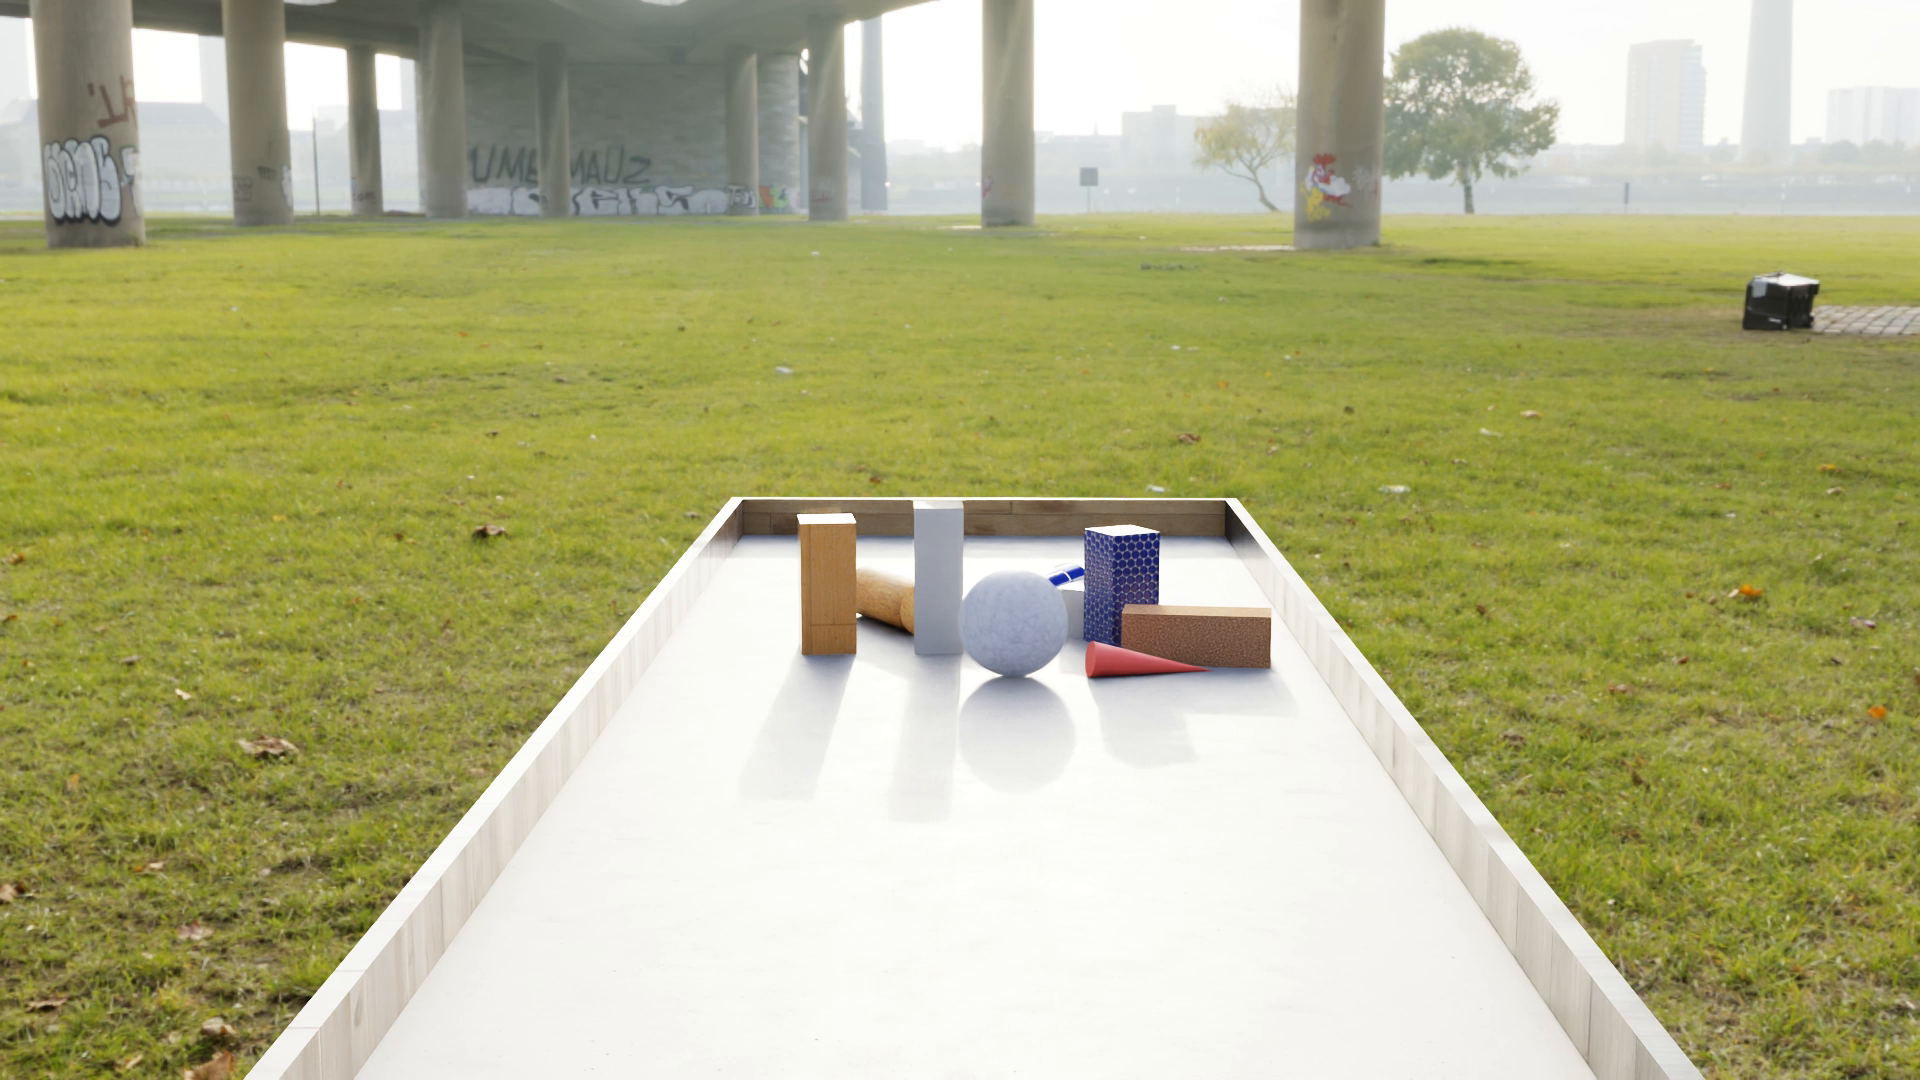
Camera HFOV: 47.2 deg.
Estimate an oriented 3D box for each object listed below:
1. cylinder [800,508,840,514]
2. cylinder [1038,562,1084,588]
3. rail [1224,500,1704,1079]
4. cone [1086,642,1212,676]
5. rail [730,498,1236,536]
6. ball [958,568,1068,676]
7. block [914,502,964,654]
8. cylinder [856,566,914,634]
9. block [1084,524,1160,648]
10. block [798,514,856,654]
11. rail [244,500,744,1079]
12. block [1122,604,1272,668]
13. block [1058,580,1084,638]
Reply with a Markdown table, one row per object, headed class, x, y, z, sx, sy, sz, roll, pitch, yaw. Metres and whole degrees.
| class | x | y | z | sx | sy | sz | roll | pitch | yaw |
| --- | --- | --- | --- | --- | --- | --- | --- | --- | --- |
| cylinder | -0.432 | 0.102 | 7.022 | 0.130 | 0.404 | 0.130 | -4 | -1 | 0 |
| cylinder | 0.311 | 0.169 | 7.474 | 0.145 | 0.145 | 0.305 | 5 | 10 | 28 |
| rail | 1.046 | 0.843 | 3.208 | 0.050 | 0.150 | 12.000 | 0 | 9 | 1 |
| cone | 0.570 | 0.370 | 6.508 | 0.385 | 0.106 | 0.106 | 6 | 8 | -13 |
| rail | 0.099 | -0.098 | 9.147 | 2.100 | 0.150 | 0.050 | 0 | 9 | 1 |
| ball | 0.158 | 0.241 | 6.460 | 0.322 | 0.322 | 0.322 | 0 | 9 | 0 |
| block | -0.067 | 0.115 | 6.826 | 0.151 | 0.456 | 0.151 | 0 | 9 | -1 |
| cylinder | -0.218 | 0.196 | 7.234 | 0.168 | 0.168 | 0.399 | -5 | 10 | -29 |
| block | 0.509 | 0.147 | 6.933 | 0.172 | 0.360 | 0.172 | -5 | 10 | -28 |
| block | -0.413 | 0.136 | 6.834 | 0.170 | 0.410 | 0.170 | -1 | 10 | -7 |
| rail | -1.004 | 0.839 | 3.234 | 0.050 | 0.150 | 12.000 | 0 | 9 | 1 |
| block | 0.719 | 0.291 | 6.678 | 0.447 | 0.156 | 0.156 | 1 | 9 | 8 |
| block | 0.475 | 0.209 | 7.208 | 0.150 | 0.150 | 0.384 | 6 | 11 | 33 |
